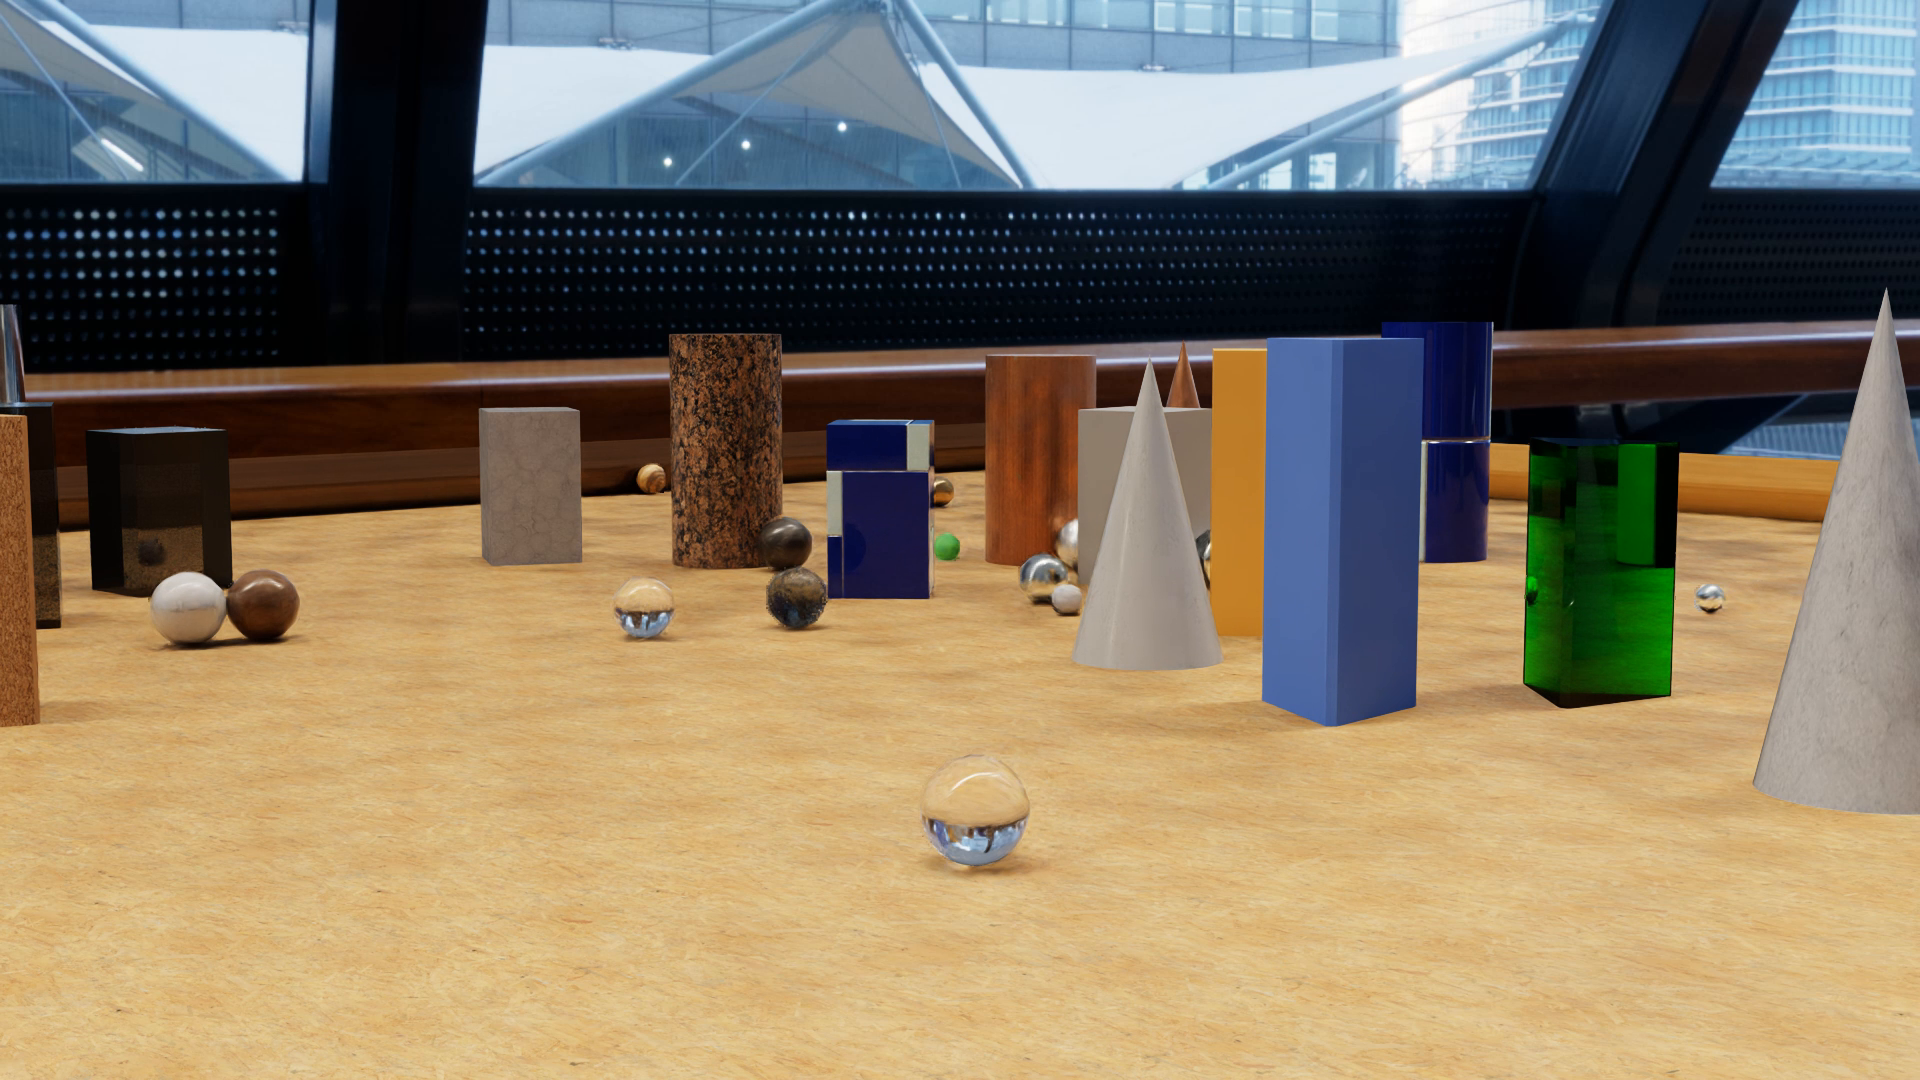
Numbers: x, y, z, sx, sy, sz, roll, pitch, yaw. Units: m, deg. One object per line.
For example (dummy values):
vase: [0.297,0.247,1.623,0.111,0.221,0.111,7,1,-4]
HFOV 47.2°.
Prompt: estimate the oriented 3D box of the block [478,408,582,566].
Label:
block: [-0.766,-0.098,3.918,0.157,0.269,0.157,-2,6,-19]

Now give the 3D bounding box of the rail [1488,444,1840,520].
rail: [1.625,-0.123,4.823,0.045,0.127,4.111,-5,8,-42]

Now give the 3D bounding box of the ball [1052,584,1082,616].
ball: [0.156,0.087,3.216,0.046,0.046,0.046,0,6,0]

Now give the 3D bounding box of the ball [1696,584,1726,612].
ball: [1.109,0.086,3.251,0.042,0.042,0.042,0,6,0]

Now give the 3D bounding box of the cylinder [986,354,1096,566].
cylinder: [0.143,-0.145,3.906,0.196,0.365,0.196,0,6,0]

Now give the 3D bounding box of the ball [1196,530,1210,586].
ball: [0.419,0.028,3.538,0.096,0.096,0.096,0,6,0]

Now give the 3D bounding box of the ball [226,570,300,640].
ball: [-0.943,0.088,2.974,0.096,0.096,0.096,0,6,0]

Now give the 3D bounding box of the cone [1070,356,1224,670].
cone: [0.240,-0.042,2.800,0.196,0.389,0.196,0,6,0]

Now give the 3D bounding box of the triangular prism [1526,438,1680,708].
triangular prism: [0.714,0.031,2.555,0.170,0.294,0.147,-3,7,-30]

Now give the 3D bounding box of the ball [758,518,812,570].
ball: [-0.298,0.007,3.763,0.092,0.092,0.092,0,6,0]

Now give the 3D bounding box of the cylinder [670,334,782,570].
cylinder: [-0.410,-0.160,3.866,0.196,0.402,0.196,0,6,0]

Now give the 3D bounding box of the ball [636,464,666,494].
ball: [-0.747,-0.147,5.331,0.073,0.073,0.073,0,6,0]

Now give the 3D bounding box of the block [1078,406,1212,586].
block: [0.301,-0.071,3.580,0.157,0.284,0.157,4,7,36]

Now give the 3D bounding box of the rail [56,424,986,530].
rail: [-1.378,-0.122,4.817,4.469,0.127,0.045,-5,8,-42]

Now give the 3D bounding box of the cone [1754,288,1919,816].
cone: [0.840,0.002,2.018,0.196,0.466,0.196,0,6,0]

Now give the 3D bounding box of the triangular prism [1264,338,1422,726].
triangular prism: [0.401,-0.017,2.448,0.147,0.413,0.170,6,8,43]

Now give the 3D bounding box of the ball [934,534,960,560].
ball: [-0.024,0.013,3.914,0.049,0.049,0.049,0,6,0]

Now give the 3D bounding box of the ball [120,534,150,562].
ball: [-1.461,0.015,3.896,0.048,0.048,0.048,0,6,0]

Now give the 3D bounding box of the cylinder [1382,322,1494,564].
cylinder: [0.854,-0.180,3.957,0.196,0.423,0.196,0,6,0]

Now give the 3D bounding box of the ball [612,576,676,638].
ball: [-0.430,0.091,2.994,0.084,0.084,0.084,0,6,0]

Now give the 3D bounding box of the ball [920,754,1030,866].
ball: [0.012,0.217,1.767,0.089,0.089,0.089,0,6,0]

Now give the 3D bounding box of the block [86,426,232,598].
block: [-1.276,-0.048,3.506,0.157,0.254,0.157,5,8,42]

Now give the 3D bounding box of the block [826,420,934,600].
block: [-0.123,-0.051,3.465,0.157,0.269,0.157,0,6,3]

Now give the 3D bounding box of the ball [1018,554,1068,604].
ball: [0.128,0.058,3.350,0.076,0.076,0.076,0,6,0]

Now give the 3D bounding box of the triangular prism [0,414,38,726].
triangular prism: [-1.101,0.030,2.390,0.170,0.332,0.147,-3,6,-23]

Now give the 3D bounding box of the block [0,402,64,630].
block: [-1.363,-0.035,3.114,0.157,0.311,0.157,-2,6,-21]

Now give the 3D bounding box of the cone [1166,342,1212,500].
cone: [0.436,-0.200,4.313,0.196,0.388,0.196,0,6,0]

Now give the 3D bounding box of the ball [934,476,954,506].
ball: [-0.046,-0.110,4.995,0.068,0.068,0.068,0,6,0]

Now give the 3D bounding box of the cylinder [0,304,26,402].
cylinder: [-1.593,-0.148,3.506,0.196,0.453,0.196,0,6,0]

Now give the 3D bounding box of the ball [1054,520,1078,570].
ball: [0.206,0.008,3.771,0.088,0.088,0.088,0,6,0]

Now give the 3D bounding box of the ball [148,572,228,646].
ball: [-1.027,0.091,2.925,0.098,0.098,0.098,0,6,0]

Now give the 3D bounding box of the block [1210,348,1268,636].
block: [0.430,-0.070,3.066,0.157,0.390,0.157,1,6,6]

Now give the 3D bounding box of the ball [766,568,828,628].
ball: [-0.229,0.081,3.091,0.085,0.085,0.085,0,6,0]
